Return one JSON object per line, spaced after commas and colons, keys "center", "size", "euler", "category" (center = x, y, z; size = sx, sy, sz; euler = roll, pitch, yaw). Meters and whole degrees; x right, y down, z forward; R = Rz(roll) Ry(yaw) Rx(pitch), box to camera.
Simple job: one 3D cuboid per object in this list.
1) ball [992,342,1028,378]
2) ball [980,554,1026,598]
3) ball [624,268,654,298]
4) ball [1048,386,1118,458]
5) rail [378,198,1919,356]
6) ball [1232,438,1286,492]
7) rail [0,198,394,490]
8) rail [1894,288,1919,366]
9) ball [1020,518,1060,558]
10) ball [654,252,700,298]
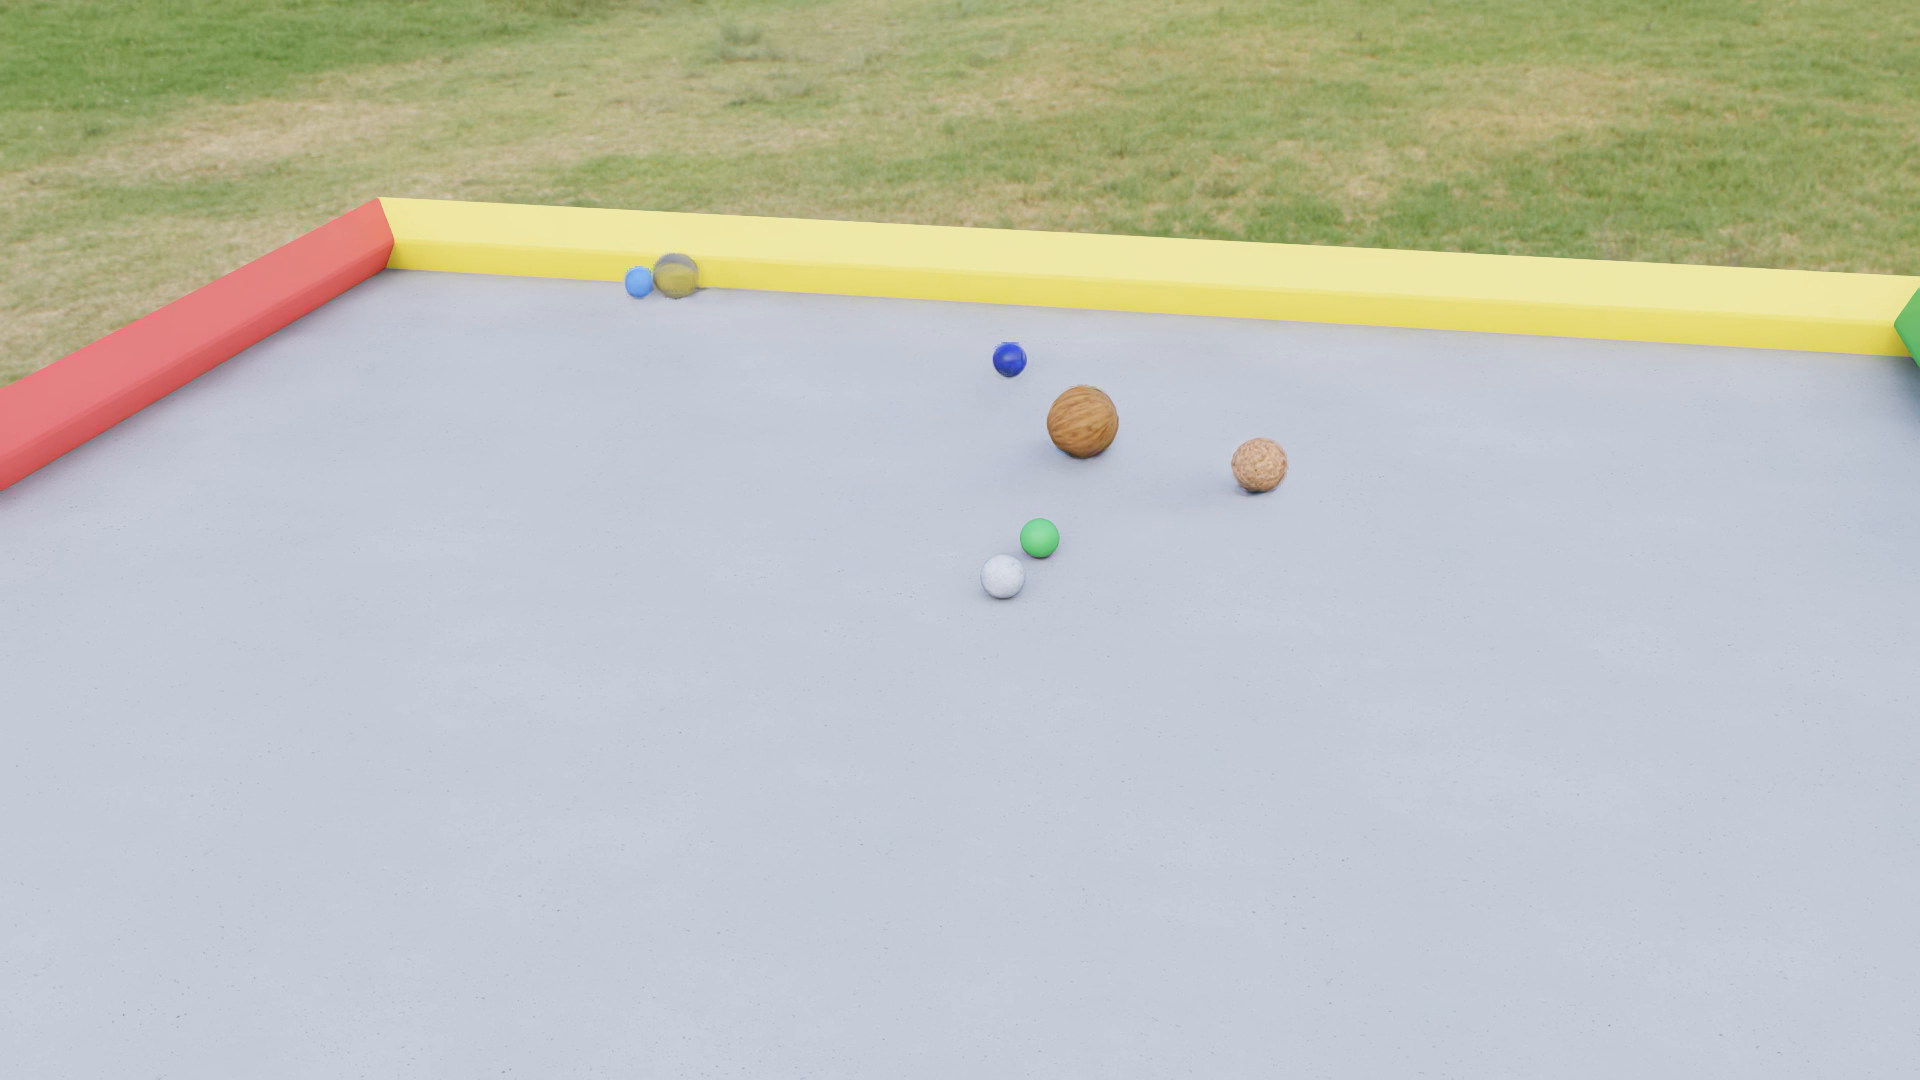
{"center": [0.074, -0.267, 3.261], "size": [0.051, 0.051, 0.051], "euler": [0, 22, 0], "category": "ball"}
{"center": [0.049, 0.041, 2.504], "size": [0.052, 0.052, 0.052], "euler": [0, 22, 0], "category": "ball"}
{"center": [-0.534, -0.427, 3.658], "size": [0.049, 0.049, 0.049], "euler": [0, 22, 0], "category": "ball"}
{"center": [0.164, -0.157, 2.934], "size": [0.095, 0.095, 0.095], "euler": [0, 22, 0], "category": "ball"}
{"center": [0.222, -0.427, 3.557], "size": [2.517, 0.124, 0.045], "euler": [5, 23, 11], "category": "rail"}
{"center": [0.383, -0.096, 2.817], "size": [0.070, 0.070, 0.070], "euler": [0, 22, 0], "category": "ball"}
{"center": [-1.435, 0.280, 1.819], "size": [0.045, 0.124, 4.401], "euler": [5, 23, 11], "category": "rail"}
{"center": [0.981, 0.472, 1.348], "size": [0.045, 0.124, 4.401], "euler": [5, 23, 11], "category": "rail"}
{"center": [0.095, -0.002, 2.617], "size": [0.047, 0.047, 0.047], "euler": [0, 22, 0], "category": "ball"}
{"center": [-0.471, -0.439, 3.650], "size": [0.076, 0.076, 0.076], "euler": [0, 22, 0], "category": "ball"}
